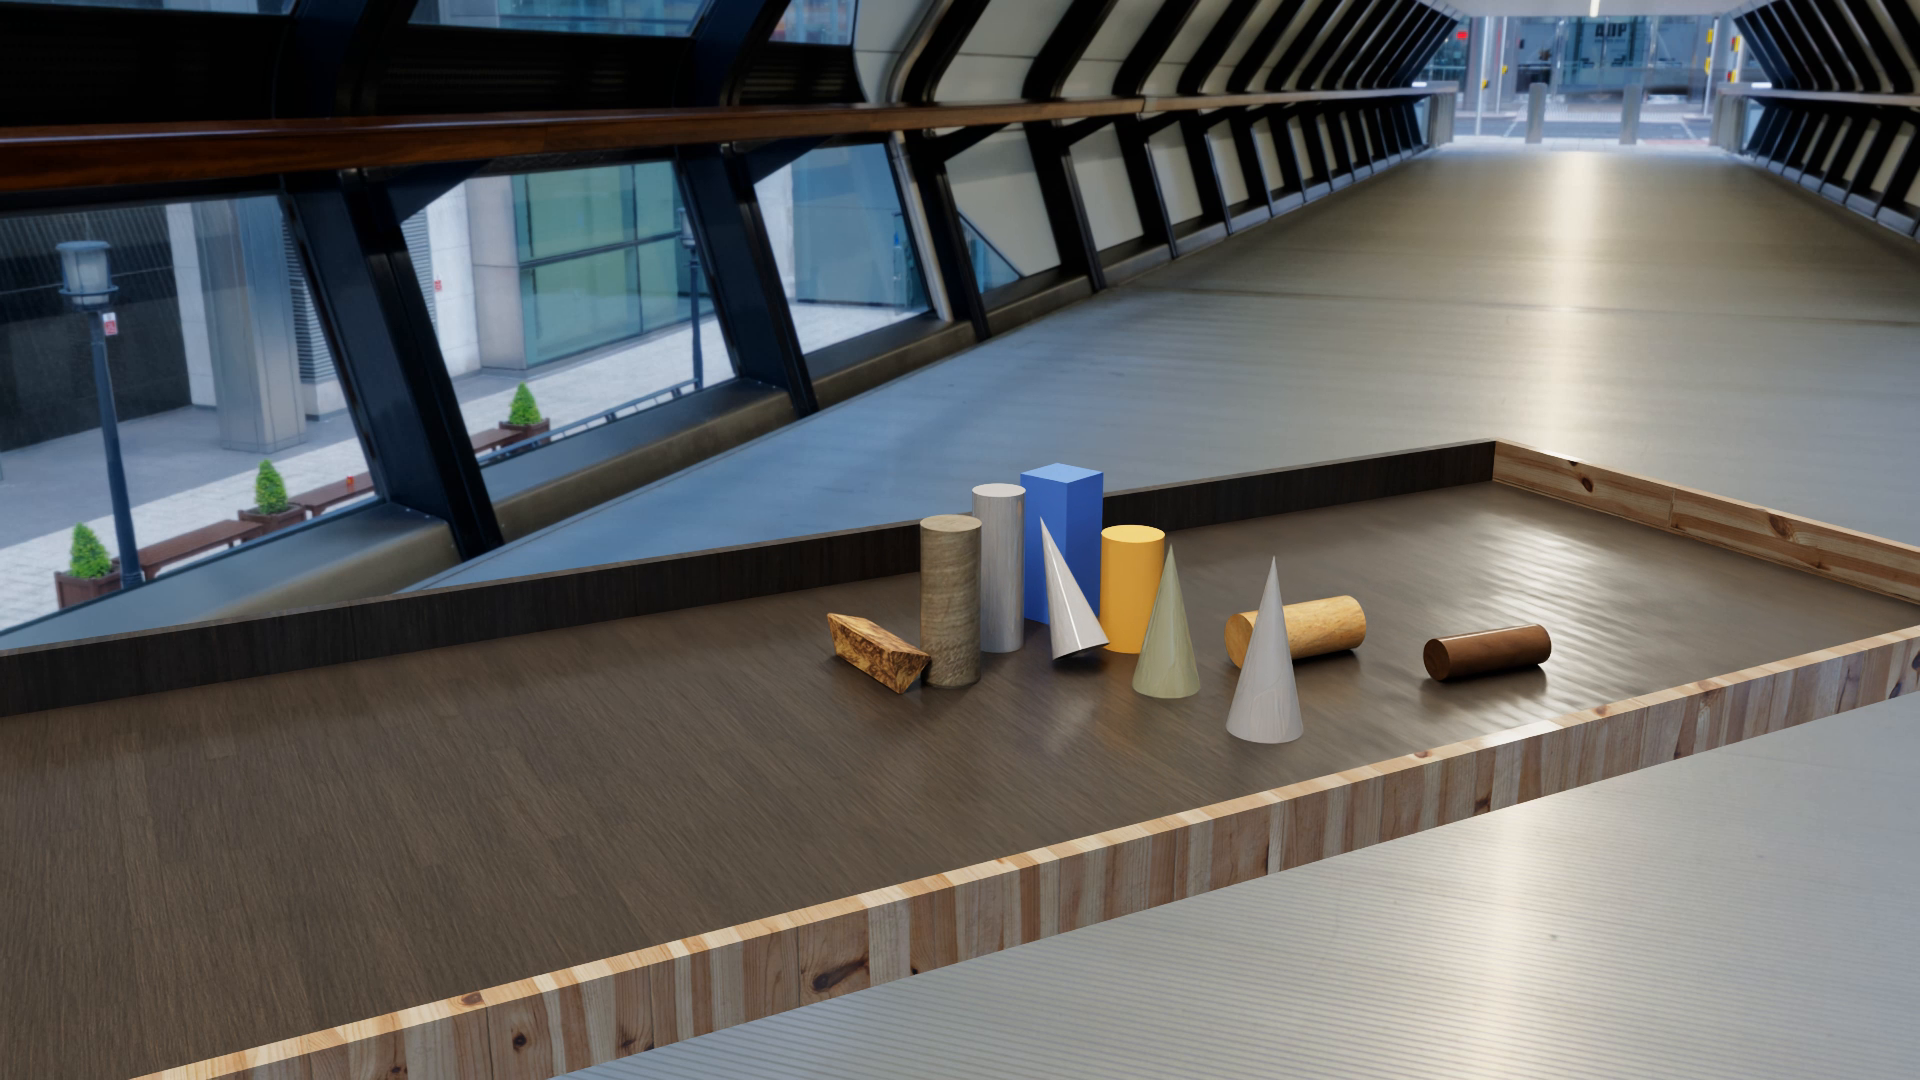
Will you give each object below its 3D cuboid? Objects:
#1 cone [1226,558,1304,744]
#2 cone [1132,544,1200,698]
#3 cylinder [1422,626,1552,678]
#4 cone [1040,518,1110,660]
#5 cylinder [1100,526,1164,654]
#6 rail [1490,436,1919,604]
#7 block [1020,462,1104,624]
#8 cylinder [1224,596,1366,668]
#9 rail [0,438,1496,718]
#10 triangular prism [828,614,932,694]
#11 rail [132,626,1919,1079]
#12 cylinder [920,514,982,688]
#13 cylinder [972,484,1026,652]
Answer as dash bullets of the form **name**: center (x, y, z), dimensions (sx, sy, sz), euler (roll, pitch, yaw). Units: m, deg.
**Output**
- **cone**: center (0.712, 0.237, 3.798), dimensions (0.179, 0.423, 0.179), euler (0, 16, 0)
- **cone**: center (0.514, 0.184, 4.066), dimensions (0.171, 0.373, 0.171), euler (0, 16, 0)
- **cylinder**: center (1.344, 0.284, 4.202), dimensions (0.317, 0.105, 0.105), euler (-4, 17, -21)
- **cone**: center (0.261, 0.113, 4.268), dimensions (0.155, 0.368, 0.155), euler (-16, -9, -3)
- **cylinder**: center (0.455, 0.129, 4.376), dimensions (0.165, 0.304, 0.165), euler (0, 16, 0)
- **rail**: center (2.466, -0.048, 5.253), dimensions (0.050, 0.150, 2.100), euler (-9, 18, -27)
- **block**: center (0.279, 0.014, 4.576), dimensions (0.162, 0.413, 0.162), euler (14, 21, 40)
- **cylinder**: center (0.873, 0.238, 4.291), dimensions (0.345, 0.143, 0.143), euler (-8, 18, -25)
- **rail**: center (-3.305, 0.497, 3.399), dimensions (12.000, 0.150, 0.050), euler (-9, 18, -27)
- **triangular prism**: center (-0.226, 0.264, 4.178), dimensions (0.120, 0.104, 0.333), euler (-50, 34, -11)
- **rail**: center (-2.336, 1.006, 1.665), dimensions (12.000, 0.150, 0.050), euler (-9, 18, -27)
- **cylinder**: center (-0.023, 0.153, 4.112), dimensions (0.152, 0.407, 0.152), euler (0, 17, 0)
- **cylinder**: center (0.101, 0.074, 4.351), dimensions (0.139, 0.425, 0.139), euler (0, 16, 0)
